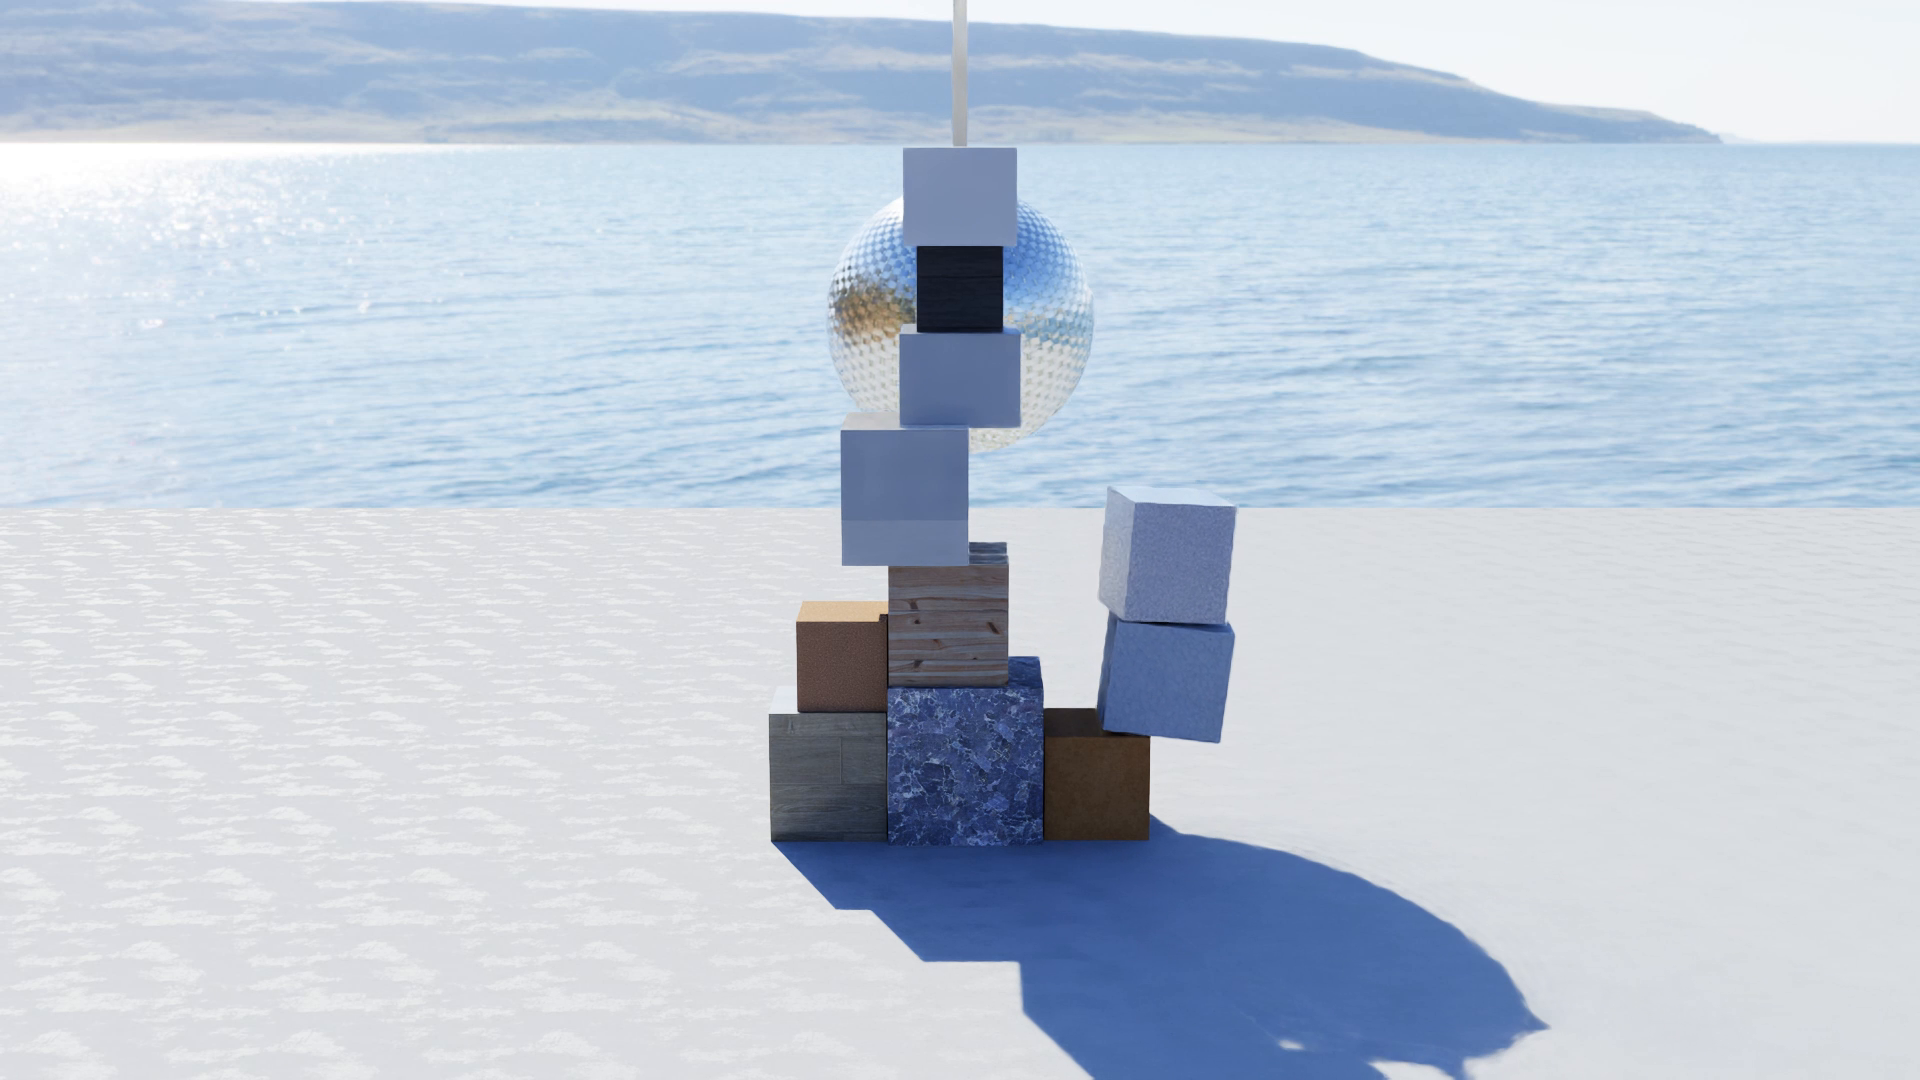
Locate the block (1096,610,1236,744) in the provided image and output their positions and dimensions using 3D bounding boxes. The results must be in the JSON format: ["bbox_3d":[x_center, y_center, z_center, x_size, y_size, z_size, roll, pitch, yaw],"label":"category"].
[{"bbox_3d":[1.051,0.670,11.317,0.598,0.567,0.531,7,10,-1],"label":"block"}]

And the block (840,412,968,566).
[{"bbox_3d":[-0.270,-0.270,11.139,0.626,0.675,0.736,0,10,0],"label":"block"}]

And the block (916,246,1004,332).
[{"bbox_3d":[0.000,-1.264,10.959,0.426,0.425,0.377,0,10,0],"label":"block"}]

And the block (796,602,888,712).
[{"bbox_3d":[-0.593,0.591,11.273,0.454,0.464,0.490,0,10,0],"label":"block"}]

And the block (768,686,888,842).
[{"bbox_3d":[-0.666,1.149,11.373,0.590,0.670,0.570,0,10,0],"label":"block"}]

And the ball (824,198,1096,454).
[{"bbox_3d":[0.000,-1.306,13.051,1.600,1.600,1.600,0,10,0],"label":"ball"}]

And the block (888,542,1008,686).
[{"bbox_3d":[-0.057,0.371,11.242,0.599,0.622,0.618,0,10,0],"label":"block"}]

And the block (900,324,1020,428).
[{"bbox_3d":[0.000,-0.830,11.049,0.591,0.460,0.567,0,10,0],"label":"block"}]

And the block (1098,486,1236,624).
[{"bbox_3d":[1.050,0.072,11.244,0.531,0.604,0.509,2,10,-12],"label":"block"}]

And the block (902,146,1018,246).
[{"bbox_3d":[0.000,-1.705,10.881,0.557,0.471,0.535,0,10,0],"label":"block"}]

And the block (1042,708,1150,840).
[{"bbox_3d":[0.694,1.208,11.406,0.533,0.542,0.574,0,10,0],"label":"block"}]

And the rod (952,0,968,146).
[{"bbox_3d":[0.000,-4.234,11.324,0.080,5.200,0.080,0,31,0],"label":"rod"}]

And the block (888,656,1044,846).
[{"bbox_3d":[0.028,1.079,11.362,0.779,0.813,0.699,0,10,0],"label":"block"}]
